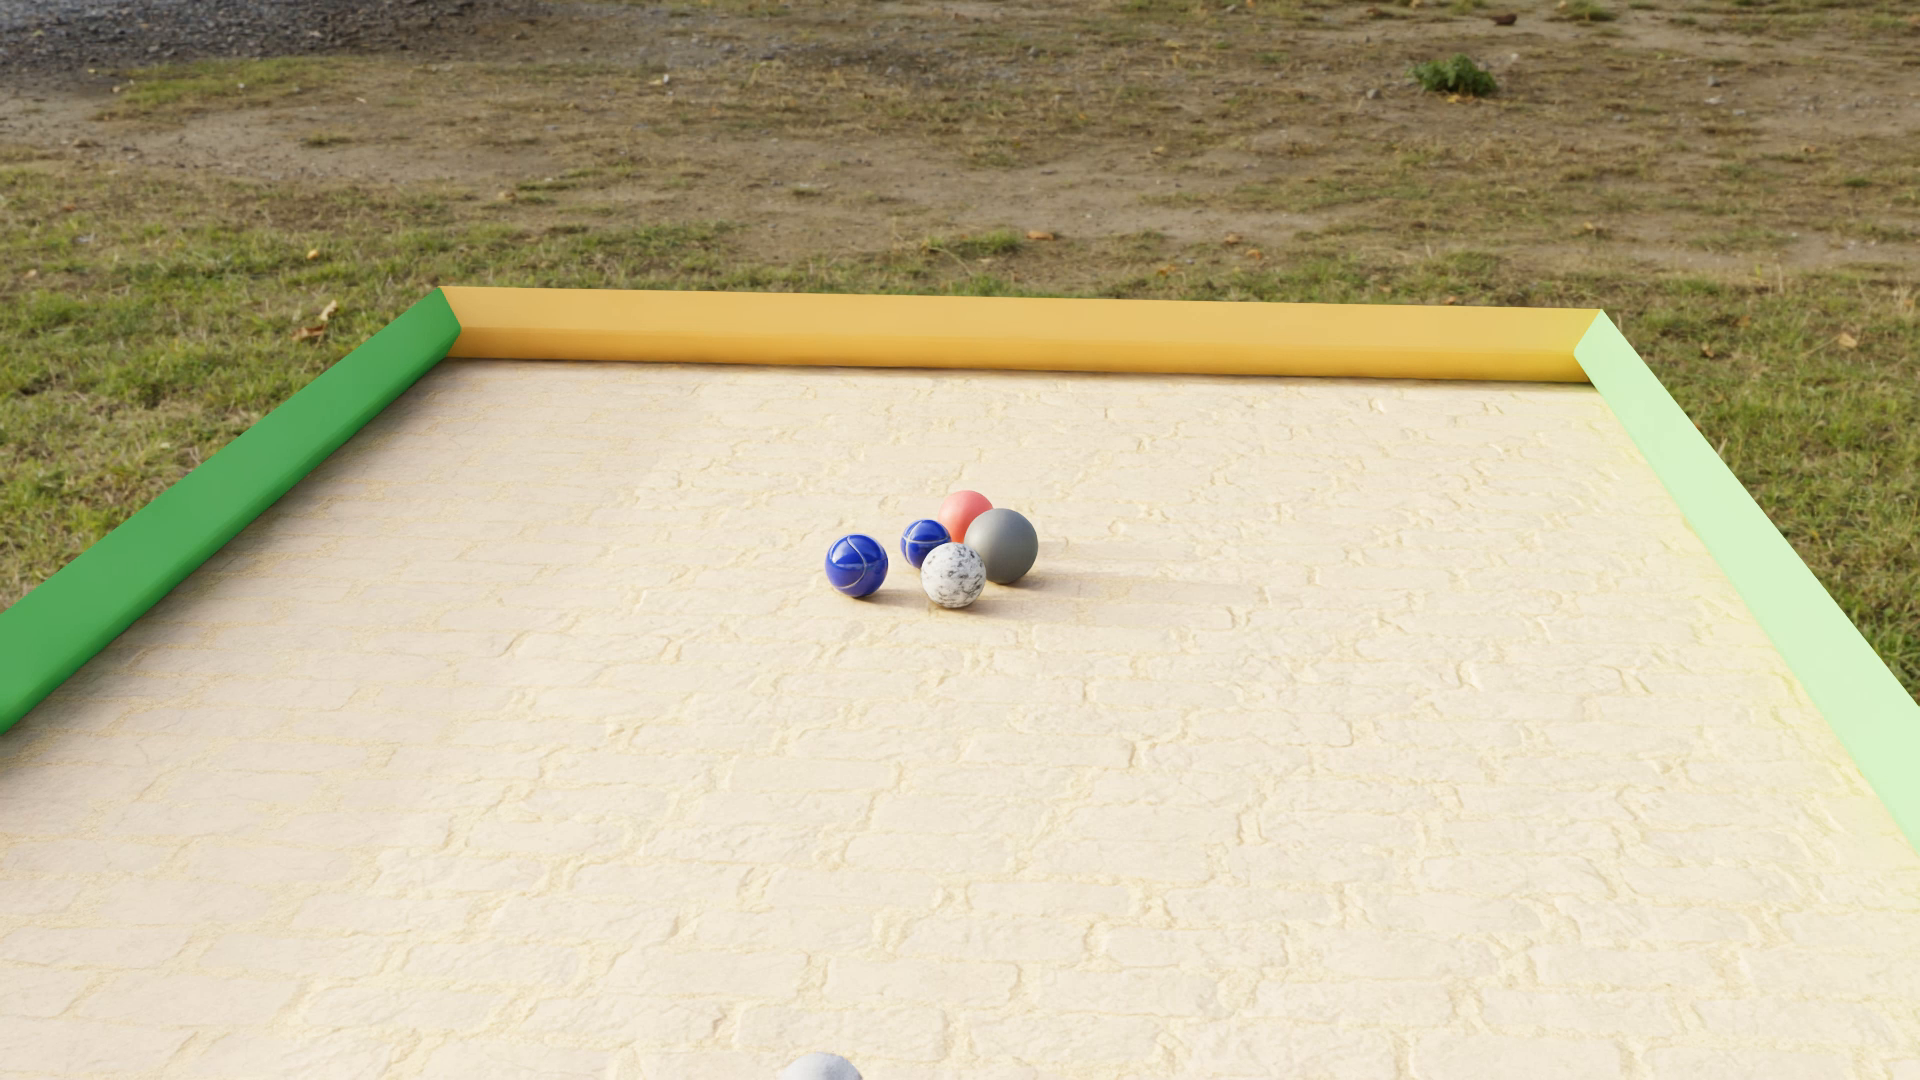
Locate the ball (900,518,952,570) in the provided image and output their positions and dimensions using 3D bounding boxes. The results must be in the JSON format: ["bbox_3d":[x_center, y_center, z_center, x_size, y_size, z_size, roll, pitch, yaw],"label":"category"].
[{"bbox_3d":[-0.040,0.005,2.561,0.061,0.061,0.061,0,20,0],"label":"ball"}]

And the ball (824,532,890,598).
[{"bbox_3d":[-0.116,0.028,2.478,0.073,0.073,0.073,0,20,0],"label":"ball"}]

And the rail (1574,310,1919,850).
[{"bbox_3d":[0.791,0.304,1.649,0.045,0.112,3.552,2,20,5],"label":"rail"}]

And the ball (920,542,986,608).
[{"bbox_3d":[-0.007,0.039,2.447,0.073,0.073,0.073,0,20,0],"label":"ball"}]

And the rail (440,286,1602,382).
[{"bbox_3d":[0.072,-0.310,3.361,1.784,0.112,0.045,2,20,5],"label":"rail"}]

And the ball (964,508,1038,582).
[{"bbox_3d":[0.047,0.006,2.520,0.086,0.086,0.086,0,20,0],"label":"ball"}]

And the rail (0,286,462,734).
[{"bbox_3d":[-0.940,0.255,1.786,0.045,0.112,3.552,2,20,5],"label":"rail"}]

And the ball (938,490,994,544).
[{"bbox_3d":[0.008,-0.025,2.631,0.070,0.070,0.070,0,20,0],"label":"ball"}]

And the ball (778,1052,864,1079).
[{"bbox_3d":[-0.095,0.383,1.500,0.066,0.066,0.066,0,20,0],"label":"ball"}]
